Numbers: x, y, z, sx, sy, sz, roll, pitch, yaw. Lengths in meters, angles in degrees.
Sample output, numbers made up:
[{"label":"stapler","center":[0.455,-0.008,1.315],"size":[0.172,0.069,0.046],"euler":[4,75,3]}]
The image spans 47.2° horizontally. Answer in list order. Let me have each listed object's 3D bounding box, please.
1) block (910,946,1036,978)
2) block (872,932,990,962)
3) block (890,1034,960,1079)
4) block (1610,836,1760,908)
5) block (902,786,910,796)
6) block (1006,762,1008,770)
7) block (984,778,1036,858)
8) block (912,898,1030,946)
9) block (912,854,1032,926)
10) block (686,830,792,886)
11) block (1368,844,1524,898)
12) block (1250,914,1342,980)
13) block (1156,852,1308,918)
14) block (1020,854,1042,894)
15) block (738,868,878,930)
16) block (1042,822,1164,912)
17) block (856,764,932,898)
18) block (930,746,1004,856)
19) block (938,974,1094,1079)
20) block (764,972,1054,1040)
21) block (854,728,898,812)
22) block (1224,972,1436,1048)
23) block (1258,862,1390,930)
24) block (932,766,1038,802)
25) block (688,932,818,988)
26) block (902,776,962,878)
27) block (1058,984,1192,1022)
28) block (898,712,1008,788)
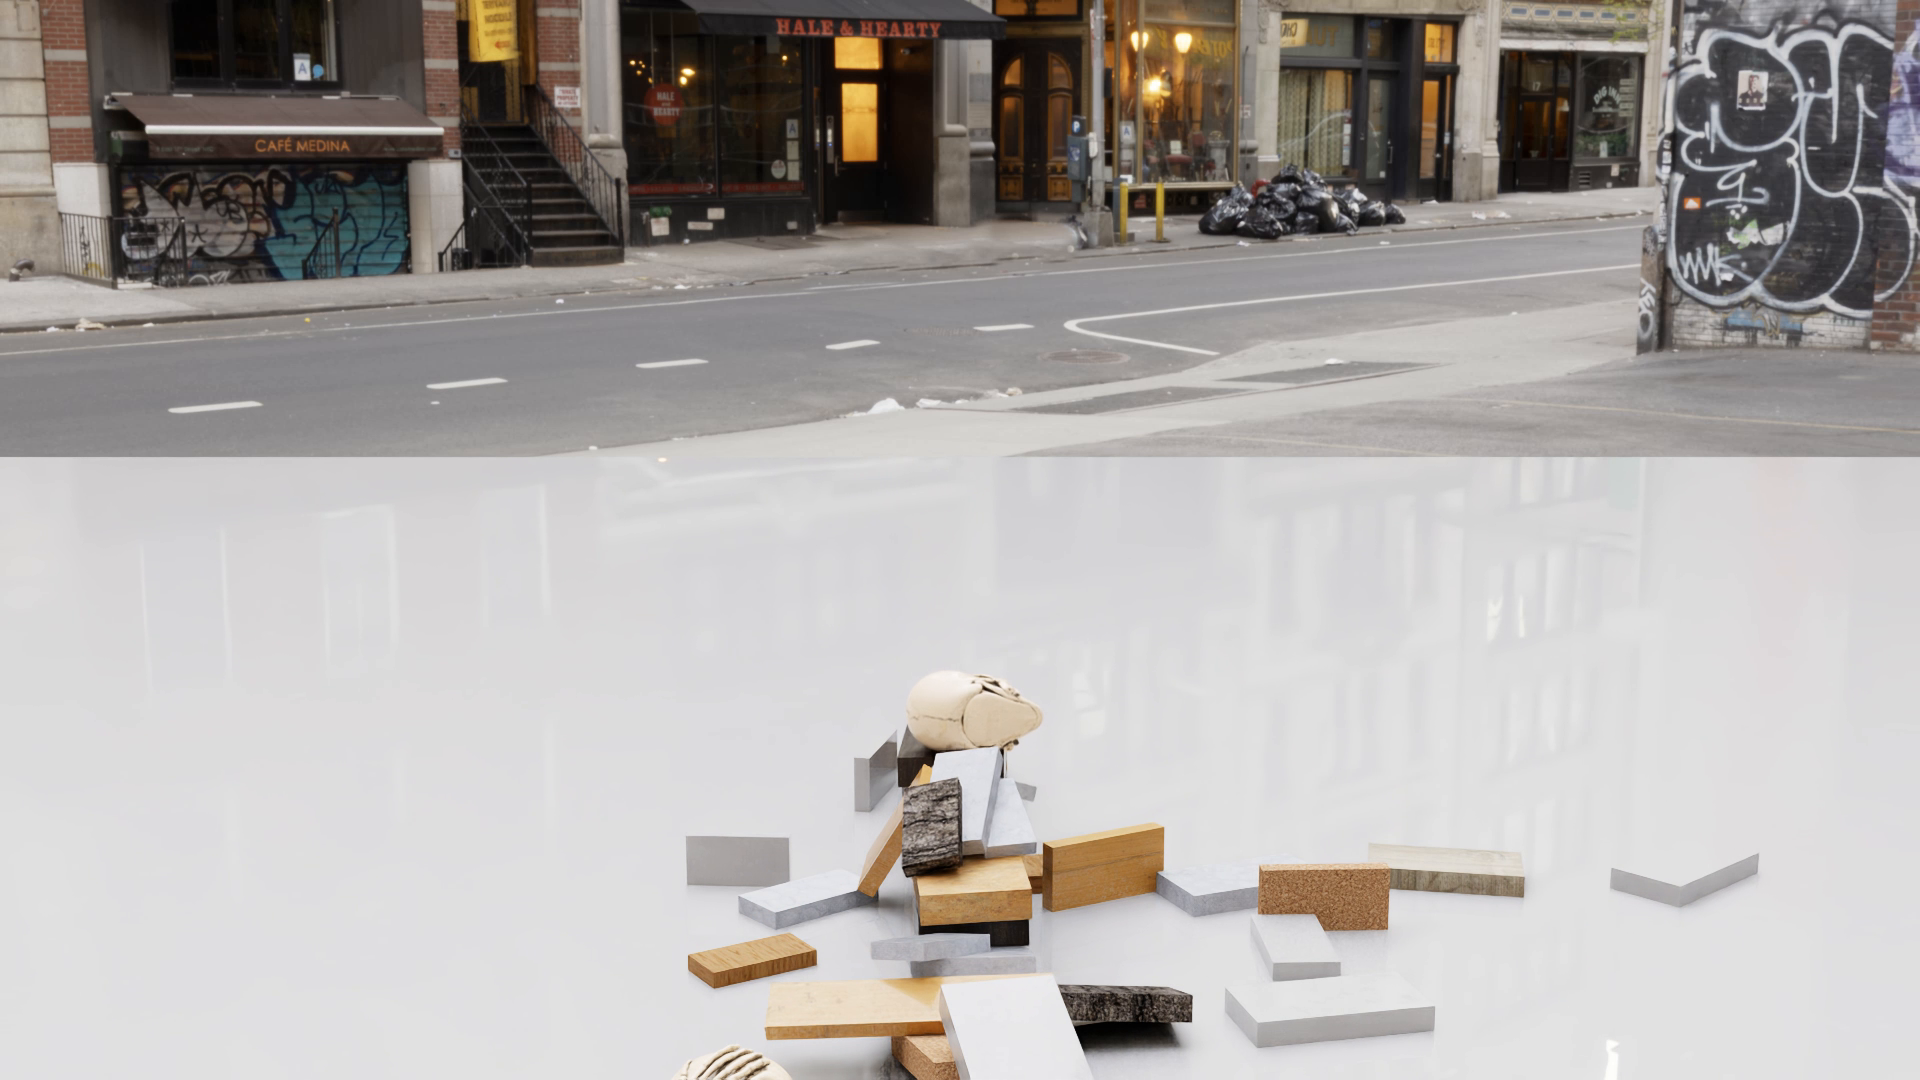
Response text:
[{"label":"block","center":[0.015,0.612,3.174],"size":[0.162,0.046,0.323],"euler":[-1,-6,-3]},{"label":"block","center":[-0.039,0.566,3.061],"size":[0.086,0.024,0.172],"euler":[-5,-7,32]},{"label":"block","center":[0.010,0.677,2.900],"size":[0.149,0.042,0.298],"euler":[-2,-2,-13]},{"label":"block","center":[1.230,0.560,3.730],"size":[0.256,0.036,0.128],"euler":[-9,14,-41]},{"label":"block","center":[-0.007,0.445,3.976],"size":[0.180,0.051,0.359],"euler":[-1,-5,1]},{"label":"block","center":[0.000,0.414,4.204],"size":[0.180,0.051,0.359],"euler":[-1,-5,1]},{"label":"block","center":[0.060,0.425,3.367],"size":[0.080,0.023,0.159],"euler":[-4,32,-11]},{"label":"block","center":[0.013,0.582,3.364],"size":[0.162,0.046,0.323],"euler":[-1,-4,-3]},{"label":"block","center":[0.010,0.498,3.323],"size":[0.162,0.046,0.323],"euler":[-3,11,-4]},{"label":"block","center":[-0.373,0.538,3.709],"size":[0.175,0.087,0.025],"euler":[1,11,3]},{"label":"block","center":[0.822,0.560,3.733],"size":[0.257,0.036,0.128],"euler":[2,11,11]},{"label":"block","center":[0.516,0.627,3.391],"size":[0.102,0.029,0.204],"euler":[0,11,-2]},{"label":"block","center":[0.471,0.573,3.662],"size":[0.257,0.036,0.128],"euler":[-4,11,-23]},{"label":"block","center":[0.168,0.563,3.727],"size":[0.220,0.031,0.110],"euler":[-2,11,-9]},{"label":"block","center":[-0.247,0.587,3.603],"size":[0.208,0.029,0.104],"euler":[-9,14,-39]},{"label":"block","center":[0.238,0.540,3.637],"size":[0.220,0.110,0.031],"euler":[-6,12,-29]},{"label":"block","center":[-0.101,0.475,3.590],"size":[0.029,0.208,0.104],"euler":[28,27,-6]},{"label":"block","center":[0.001,0.401,3.362],"size":[0.102,0.029,0.204],"euler":[-8,35,16]},{"label":"block","center":[0.079,0.656,2.707],"size":[0.149,0.042,0.298],"euler":[-3,30,-13]},{"label":"block","center":[-0.066,0.629,2.963],"size":[0.387,0.024,0.086],"euler":[-3,30,3]},{"label":"block","center":[-0.160,0.438,4.201],"size":[0.029,0.104,0.208],"euler":[2,11,13]},{"label":"block","center":[0.527,0.669,3.140],"size":[0.266,0.038,0.133],"euler":[-2,11,-13]},{"label":"block","center":[0.579,0.569,3.503],"size":[0.204,0.102,0.029],"euler":[0,11,-3]},{"label":"block","center":[0.035,0.396,3.571],"size":[0.087,0.025,0.254],"euler":[16,-8,-19]},{"label":"block","center":[-0.315,0.638,3.342],"size":[0.175,0.025,0.087],"euler":[-7,12,-32]},{"label":"block","center":[-0.041,0.429,3.294],"size":[0.086,0.024,0.172],"euler":[-13,34,9]},{"label":"block","center":[0.180,0.649,3.087],"size":[0.265,0.038,0.133],"euler":[3,-7,-10]},{"label":"block","center":[-0.008,0.366,3.884],"size":[0.180,0.051,0.359],"euler":[-1,8,3]}]
